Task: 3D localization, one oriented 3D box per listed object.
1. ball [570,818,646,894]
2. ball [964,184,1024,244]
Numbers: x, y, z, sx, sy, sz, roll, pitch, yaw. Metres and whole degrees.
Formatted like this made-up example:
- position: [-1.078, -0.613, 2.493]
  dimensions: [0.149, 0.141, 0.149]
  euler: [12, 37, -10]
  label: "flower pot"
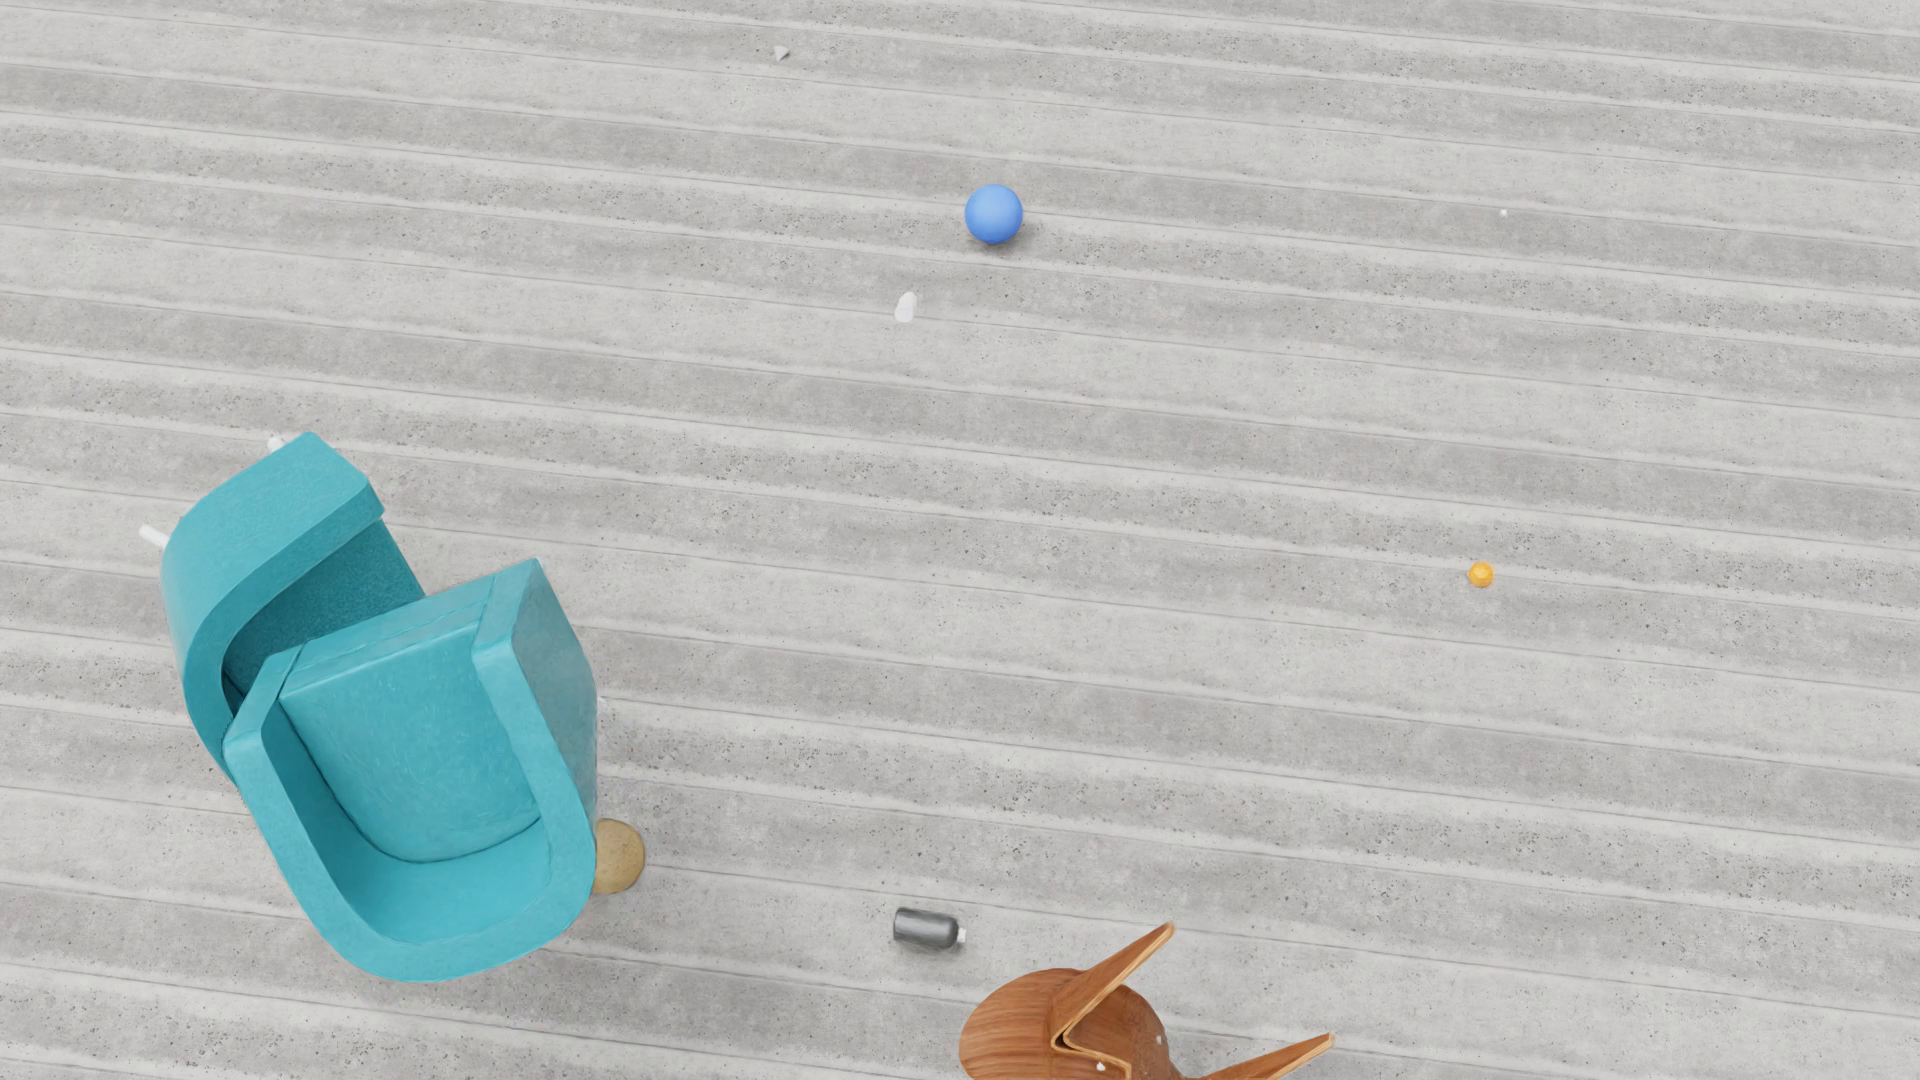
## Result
- position: [-0.942, 0.847, 5.884]
  dimensions: [0.202, 0.202, 0.202]
  euler: [0, 56, 0]
  label: "ball"
- position: [0.110, -1.064, 7.172]
  dimensions: [0.192, 0.192, 0.192]
  euler: [0, 56, 0]
  label: "ball"
